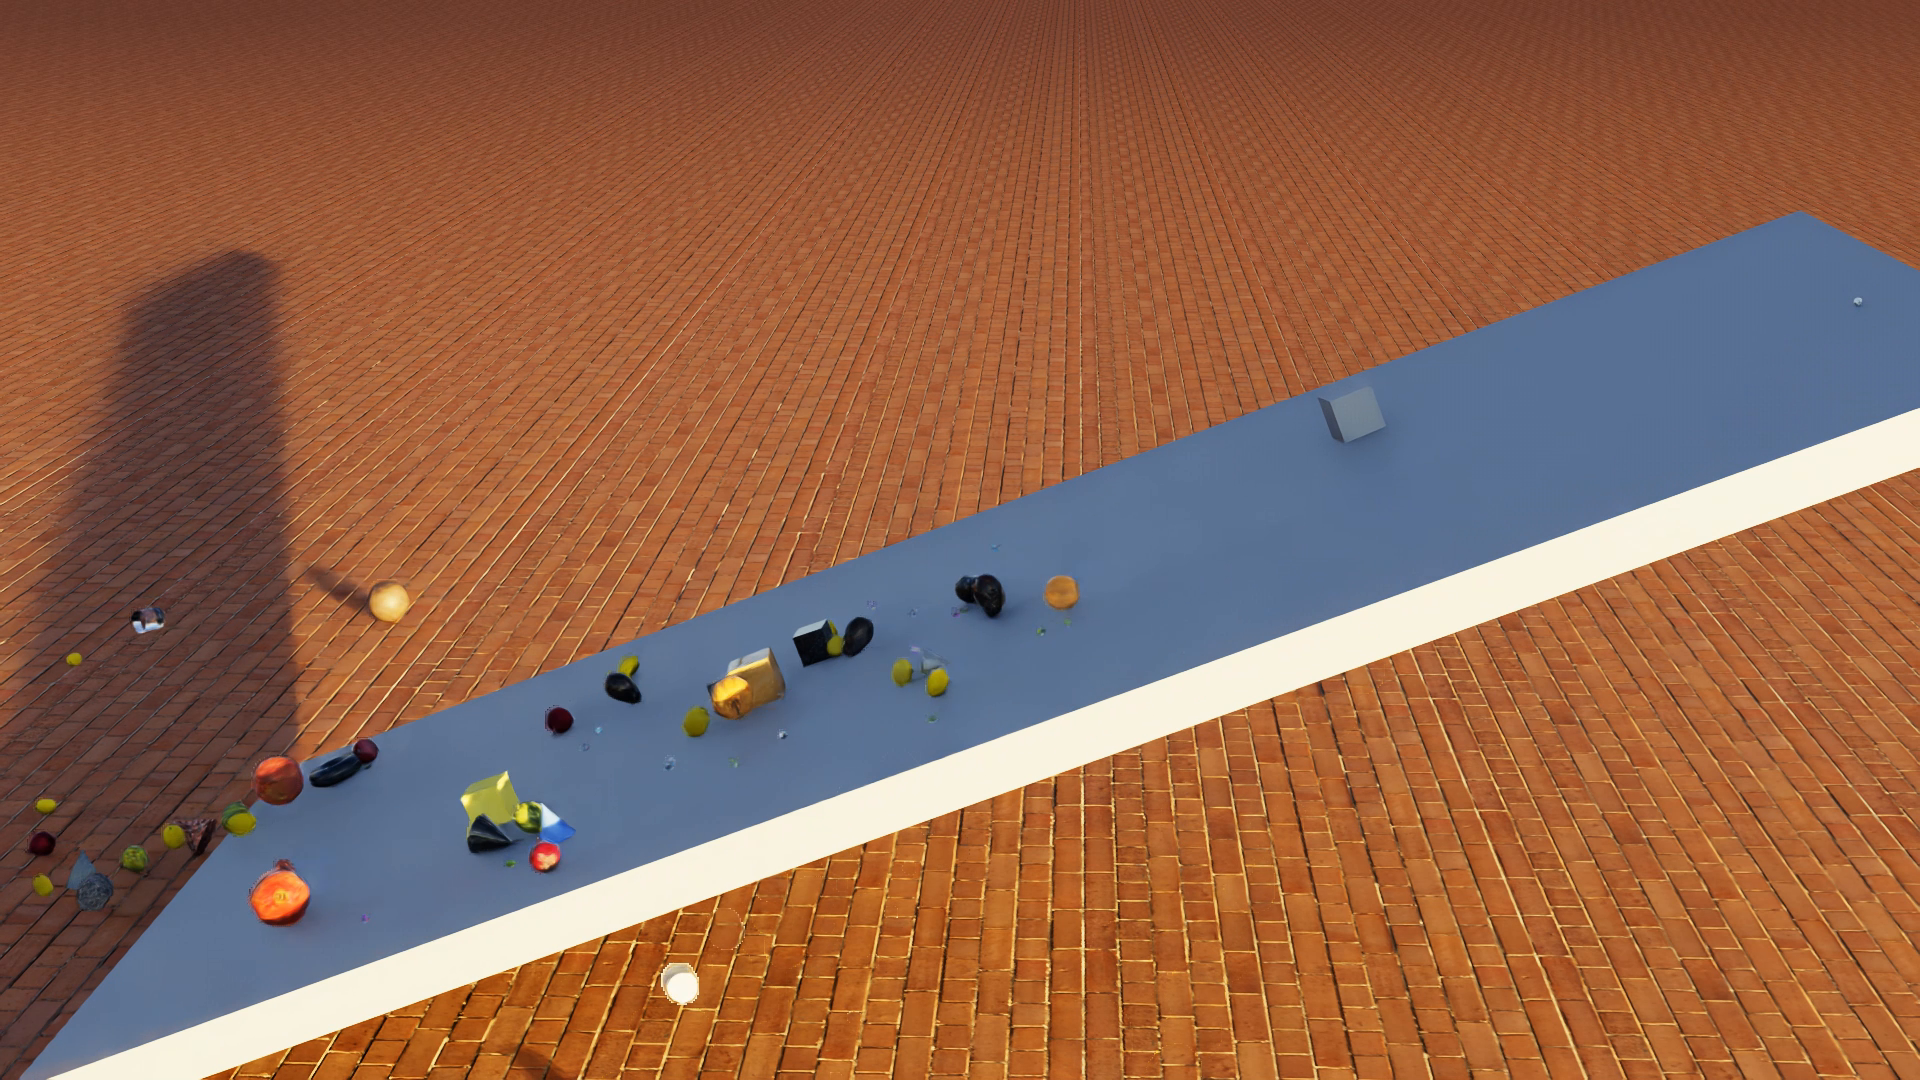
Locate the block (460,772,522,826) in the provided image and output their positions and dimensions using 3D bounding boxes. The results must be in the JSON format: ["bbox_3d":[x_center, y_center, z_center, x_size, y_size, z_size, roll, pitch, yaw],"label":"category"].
[{"bbox_3d":[-0.976,0.546,6.124,0.083,0.083,0.083,-19,12,11],"label":"block"}]

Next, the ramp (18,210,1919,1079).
[{"bbox_3d":[0.120,0.175,6.294,4.000,0.100,2.000,-20,12,7],"label":"ramp"}]

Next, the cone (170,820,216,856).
[{"bbox_3d":[-1.870,0.702,7.120,0.099,0.099,0.099,23,16,2],"label":"cone"}]

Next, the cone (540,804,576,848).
[{"bbox_3d":[-0.809,0.555,5.800,0.077,0.077,0.077,-21,12,4],"label":"cone"}]

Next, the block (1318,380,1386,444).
[{"bbox_3d":[0.870,-0.286,6.536,0.100,0.100,0.100,-23,12,-5],"label":"block"}]

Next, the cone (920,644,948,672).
[{"bbox_3d":[-0.046,0.246,5.958,0.057,0.057,0.057,15,10,-12],"label":"cone"}]

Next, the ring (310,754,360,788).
[{"bbox_3d":[-1.512,0.559,7.124,0.131,0.044,0.131,-22,11,4],"label":"ring"}]

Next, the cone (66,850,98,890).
[{"bbox_3d":[-2.065,0.769,6.929,0.087,0.087,0.087,0,13,0],"label":"cone"}]

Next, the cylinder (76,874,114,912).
[{"bbox_3d":[-1.994,0.813,6.782,0.069,0.069,0.069,0,13,-2],"label":"cylinder"}]

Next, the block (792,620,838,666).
[{"bbox_3d":[-0.316,0.225,6.428,0.069,0.069,0.069,-19,12,12],"label":"block"}]

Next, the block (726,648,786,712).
[{"bbox_3d":[-0.432,0.296,6.257,0.092,0.092,0.092,-21,12,5],"label":"block"}]

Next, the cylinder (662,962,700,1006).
[{"bbox_3d":[-0.498,0.791,5.243,0.055,0.055,0.055,-6,32,-24],"label":"cylinder"}]

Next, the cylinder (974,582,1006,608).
[{"bbox_3d":[0.063,0.119,6.268,0.052,0.052,0.052,-6,5,-23],"label":"cylinder"}]

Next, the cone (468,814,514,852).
[{"bbox_3d":[-0.933,0.600,5.918,0.081,0.081,0.081,13,17,21],"label":"cone"}]
